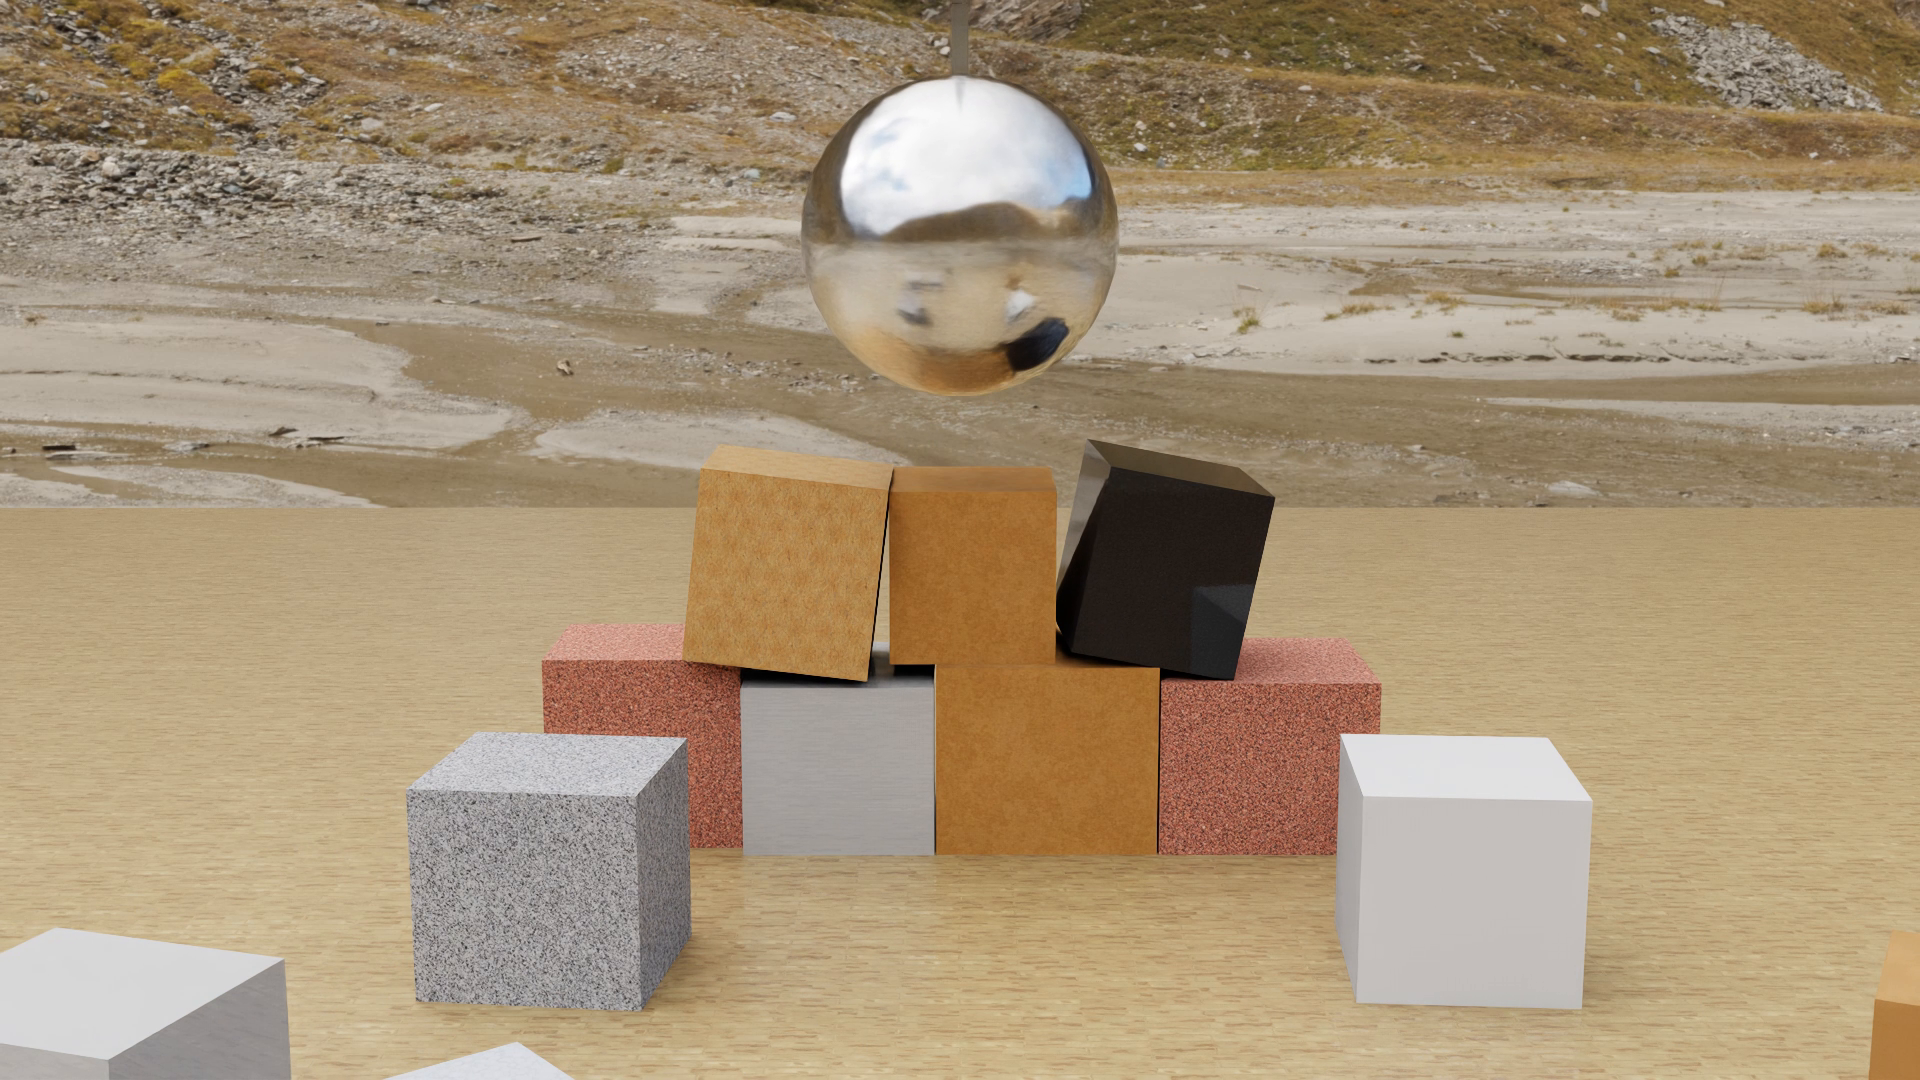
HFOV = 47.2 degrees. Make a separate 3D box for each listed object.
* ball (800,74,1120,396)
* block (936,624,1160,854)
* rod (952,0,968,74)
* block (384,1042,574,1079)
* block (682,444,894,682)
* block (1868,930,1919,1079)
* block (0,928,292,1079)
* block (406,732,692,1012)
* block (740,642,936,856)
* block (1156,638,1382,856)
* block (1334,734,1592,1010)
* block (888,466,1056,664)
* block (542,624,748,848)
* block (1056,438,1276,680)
[{"bbox_3d":[0.000,-1.518,11.003,1.600,1.600,1.600,0,10,0],"label":"ball"},{"bbox_3d":[0.431,1.007,11.368,1.096,0.952,1.027,0,10,0],"label":"block"},{"bbox_3d":[0.000,-4.853,10.341,0.080,5.200,0.080,0,11,0],"label":"rod"},{"bbox_3d":[-1.483,2.018,6.653,0.699,0.649,0.675,-8,13,-38],"label":"block"},{"bbox_3d":[-0.851,0.097,11.084,0.909,0.954,0.857,7,10,-1],"label":"block"},{"bbox_3d":[3.351,1.830,7.214,0.650,0.819,0.697,5,12,26],"label":"block"},{"bbox_3d":[-2.819,1.843,7.119,0.926,0.826,0.865,3,11,18],"label":"block"},{"bbox_3d":[-1.725,1.389,9.384,0.953,0.910,0.887,1,10,6],"label":"block"},{"bbox_3d":[-0.603,1.057,11.364,0.950,0.854,1.018,0,10,0],"label":"block"},{"bbox_3d":[1.528,1.045,11.362,1.080,0.878,1.011,0,10,0],"label":"block"},{"bbox_3d":[2.124,1.394,9.421,0.913,0.886,0.951,1,10,4],"label":"block"},{"bbox_3d":[0.063,0.115,11.201,0.819,0.862,0.838,0,10,0],"label":"block"},{"bbox_3d":[-1.580,0.997,11.373,0.981,0.970,0.832,0,10,0],"label":"block"},{"bbox_3d":[1.005,0.083,11.150,0.823,0.935,0.901,10,10,-6],"label":"block"}]
